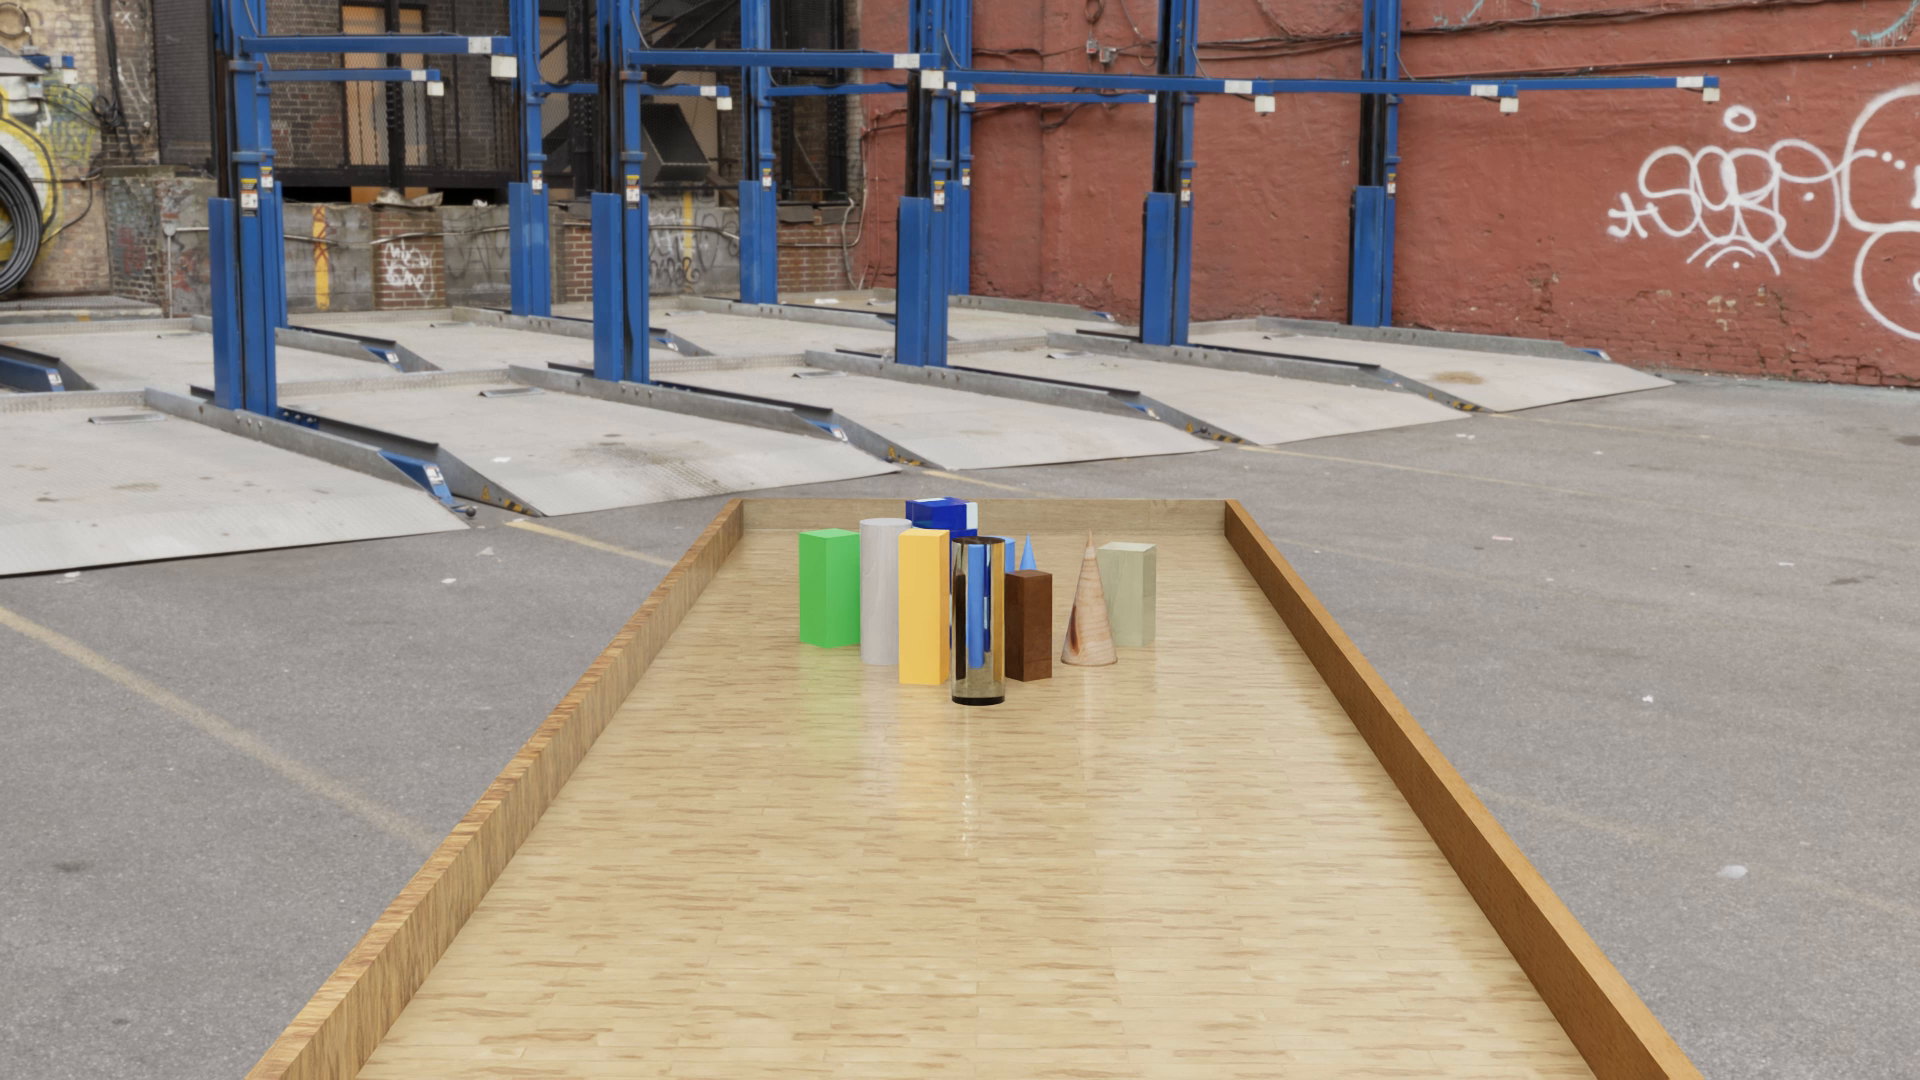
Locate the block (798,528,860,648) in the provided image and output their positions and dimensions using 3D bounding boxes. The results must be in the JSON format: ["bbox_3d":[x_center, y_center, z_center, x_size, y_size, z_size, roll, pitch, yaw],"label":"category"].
[{"bbox_3d":[-0.407,0.151,6.943,0.143,0.349,0.143,-7,12,-39],"label":"block"}]

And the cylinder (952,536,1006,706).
[{"bbox_3d":[0.051,0.225,6.141,0.150,0.453,0.150,0,9,0],"label":"cylinder"}]

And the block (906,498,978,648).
[{"bbox_3d":[-0.059,0.104,6.911,0.164,0.451,0.164,-5,11,-31],"label":"block"}]

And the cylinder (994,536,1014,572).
[{"bbox_3d":[0.081,0.182,6.690,0.172,0.366,0.172,0,9,0],"label":"cylinder"}]

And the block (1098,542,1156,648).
[{"bbox_3d":[0.527,0.171,6.959,0.150,0.304,0.150,3,10,21],"label":"block"}]

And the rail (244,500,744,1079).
[{"bbox_3d":[-1.004,0.839,3.234,0.050,0.150,12.000,0,9,1],"label":"rail"}]

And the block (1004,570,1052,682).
[{"bbox_3d":[0.197,0.250,6.447,0.105,0.309,0.105,-7,11,-36],"label":"block"}]

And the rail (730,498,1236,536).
[{"bbox_3d":[0.099,-0.098,9.147,2.100,0.150,0.050,0,9,1],"label":"rail"}]

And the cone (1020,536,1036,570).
[{"bbox_3d":[0.215,0.147,6.962,0.161,0.351,0.161,0,9,0],"label":"cone"}]

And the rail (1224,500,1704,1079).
[{"bbox_3d":[1.046,0.843,3.208,0.050,0.150,12.000,0,9,1],"label":"rail"}]

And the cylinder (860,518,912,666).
[{"bbox_3d":[-0.225,0.155,6.675,0.159,0.425,0.159,0,9,0],"label":"cylinder"}]

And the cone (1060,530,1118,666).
[{"bbox_3d":[0.392,0.163,6.657,0.175,0.414,0.175,0,9,0],"label":"cone"}]

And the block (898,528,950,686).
[{"bbox_3d":[-0.104,0.193,6.398,0.121,0.435,0.121,2,9,13],"label":"block"}]
